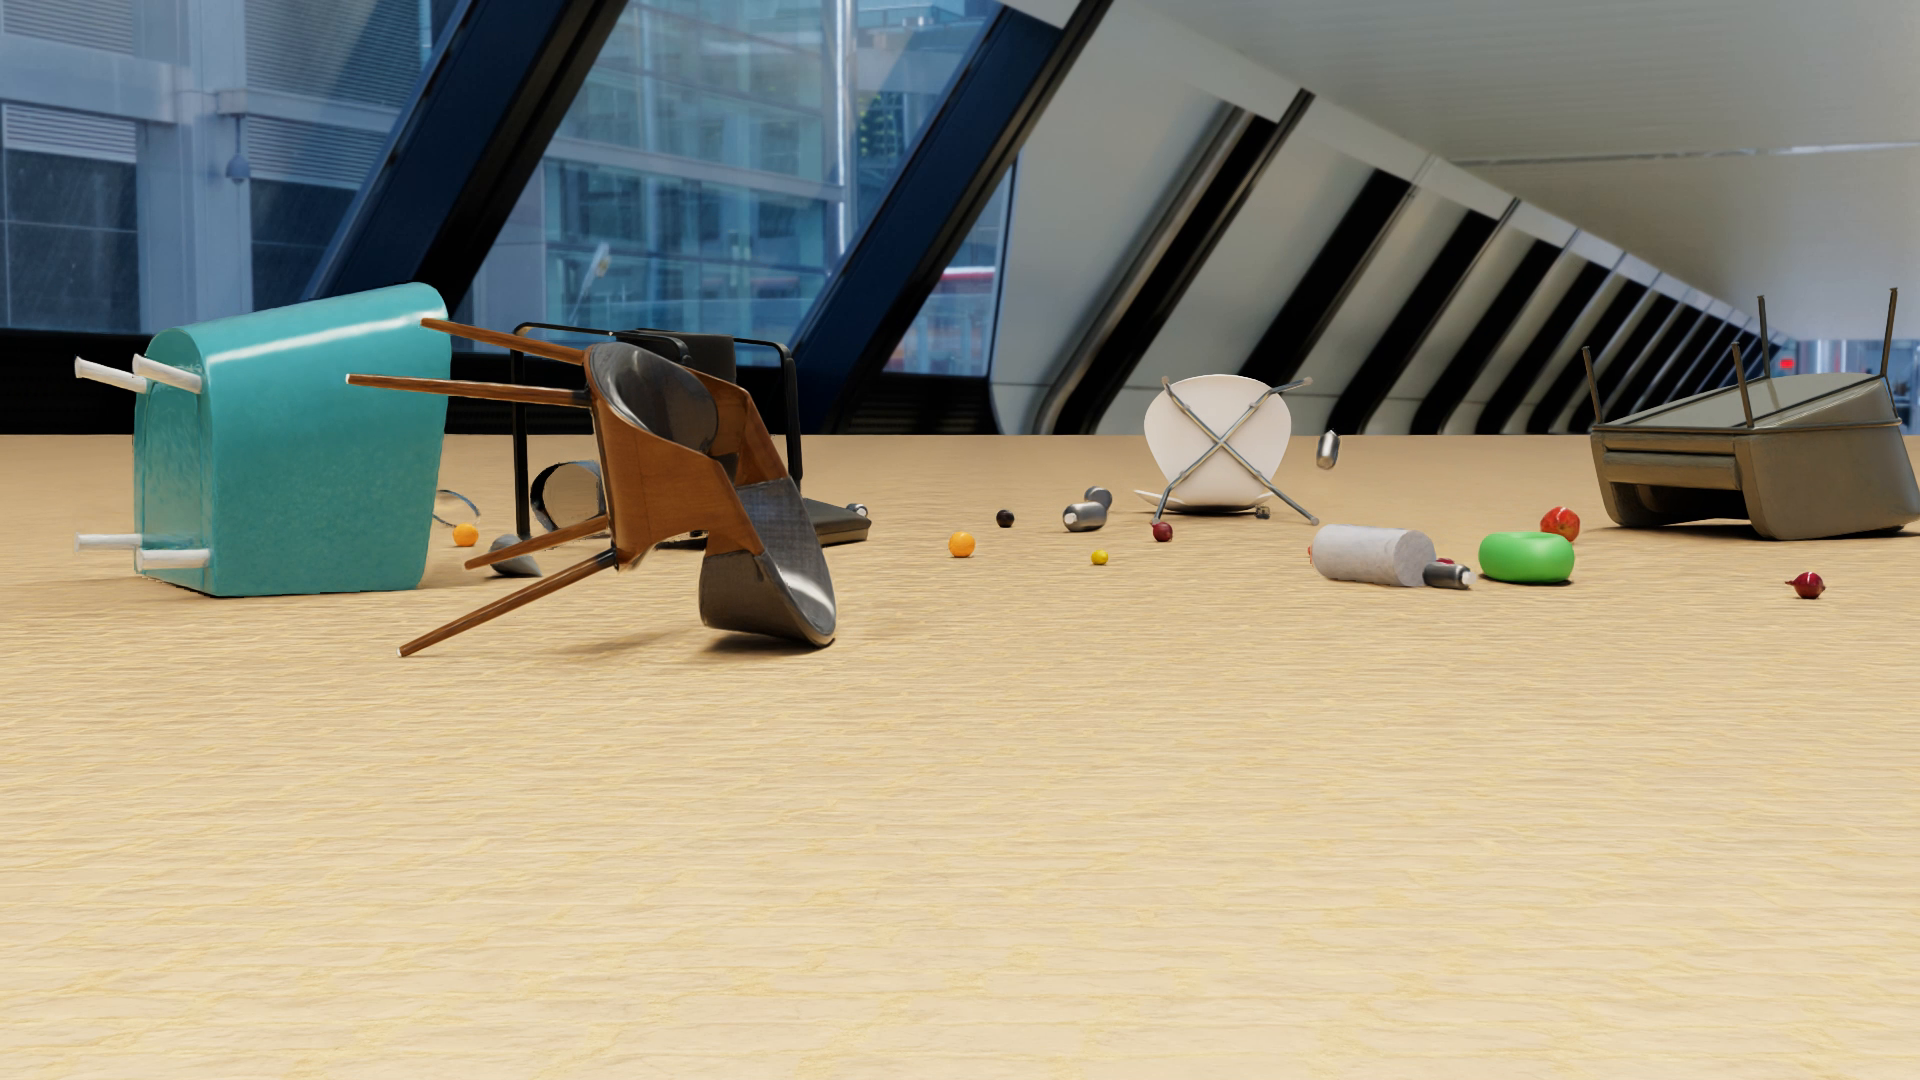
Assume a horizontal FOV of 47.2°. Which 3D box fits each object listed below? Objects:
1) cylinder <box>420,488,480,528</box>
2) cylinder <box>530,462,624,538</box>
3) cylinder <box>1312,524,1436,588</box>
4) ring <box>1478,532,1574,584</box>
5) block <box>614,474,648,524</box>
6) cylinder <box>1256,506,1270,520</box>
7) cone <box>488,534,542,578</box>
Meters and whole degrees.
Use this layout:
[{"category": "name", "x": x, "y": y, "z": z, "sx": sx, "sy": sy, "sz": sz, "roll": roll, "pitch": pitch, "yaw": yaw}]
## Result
[{"category": "cylinder", "x": -1.661, "y": -0.104, "z": 7.173, "sx": 0.193, "sy": 0.097, "sz": 0.099, "roll": 26, "pitch": 2, "yaw": -5}, {"category": "cylinder", "x": -1.167, "y": -0.124, "z": 6.705, "sx": 0.240, "sy": 0.221, "sz": 0.196, "roll": 33, "pitch": 7, "yaw": 4}, {"category": "cylinder", "x": 0.956, "y": 0.034, "z": 5.095, "sx": 0.128, "sy": 0.132, "sz": 0.282, "roll": -35, "pitch": 20, "yaw": -24}, {"category": "ring", "x": 1.339, "y": 0.040, "z": 5.206, "sx": 0.208, "sy": 0.105, "sz": 0.455, "roll": -1, "pitch": 3, "yaw": 4}, {"category": "block", "x": -1.130, "y": -0.142, "z": 7.457, "sx": 0.117, "sy": 0.158, "sz": 0.221, "roll": 0, "pitch": 4, "yaw": 0}, {"category": "cylinder", "x": 1.048, "y": -0.094, "z": 7.607, "sx": 0.040, "sy": 0.043, "sz": 0.044, "roll": 1, "pitch": 21, "yaw": 20}, {"category": "cone", "x": -1.042, "y": 0.062, "z": 5.273, "sx": 0.115, "sy": 0.098, "sz": 0.171, "roll": 34, "pitch": -4, "yaw": 22}]
